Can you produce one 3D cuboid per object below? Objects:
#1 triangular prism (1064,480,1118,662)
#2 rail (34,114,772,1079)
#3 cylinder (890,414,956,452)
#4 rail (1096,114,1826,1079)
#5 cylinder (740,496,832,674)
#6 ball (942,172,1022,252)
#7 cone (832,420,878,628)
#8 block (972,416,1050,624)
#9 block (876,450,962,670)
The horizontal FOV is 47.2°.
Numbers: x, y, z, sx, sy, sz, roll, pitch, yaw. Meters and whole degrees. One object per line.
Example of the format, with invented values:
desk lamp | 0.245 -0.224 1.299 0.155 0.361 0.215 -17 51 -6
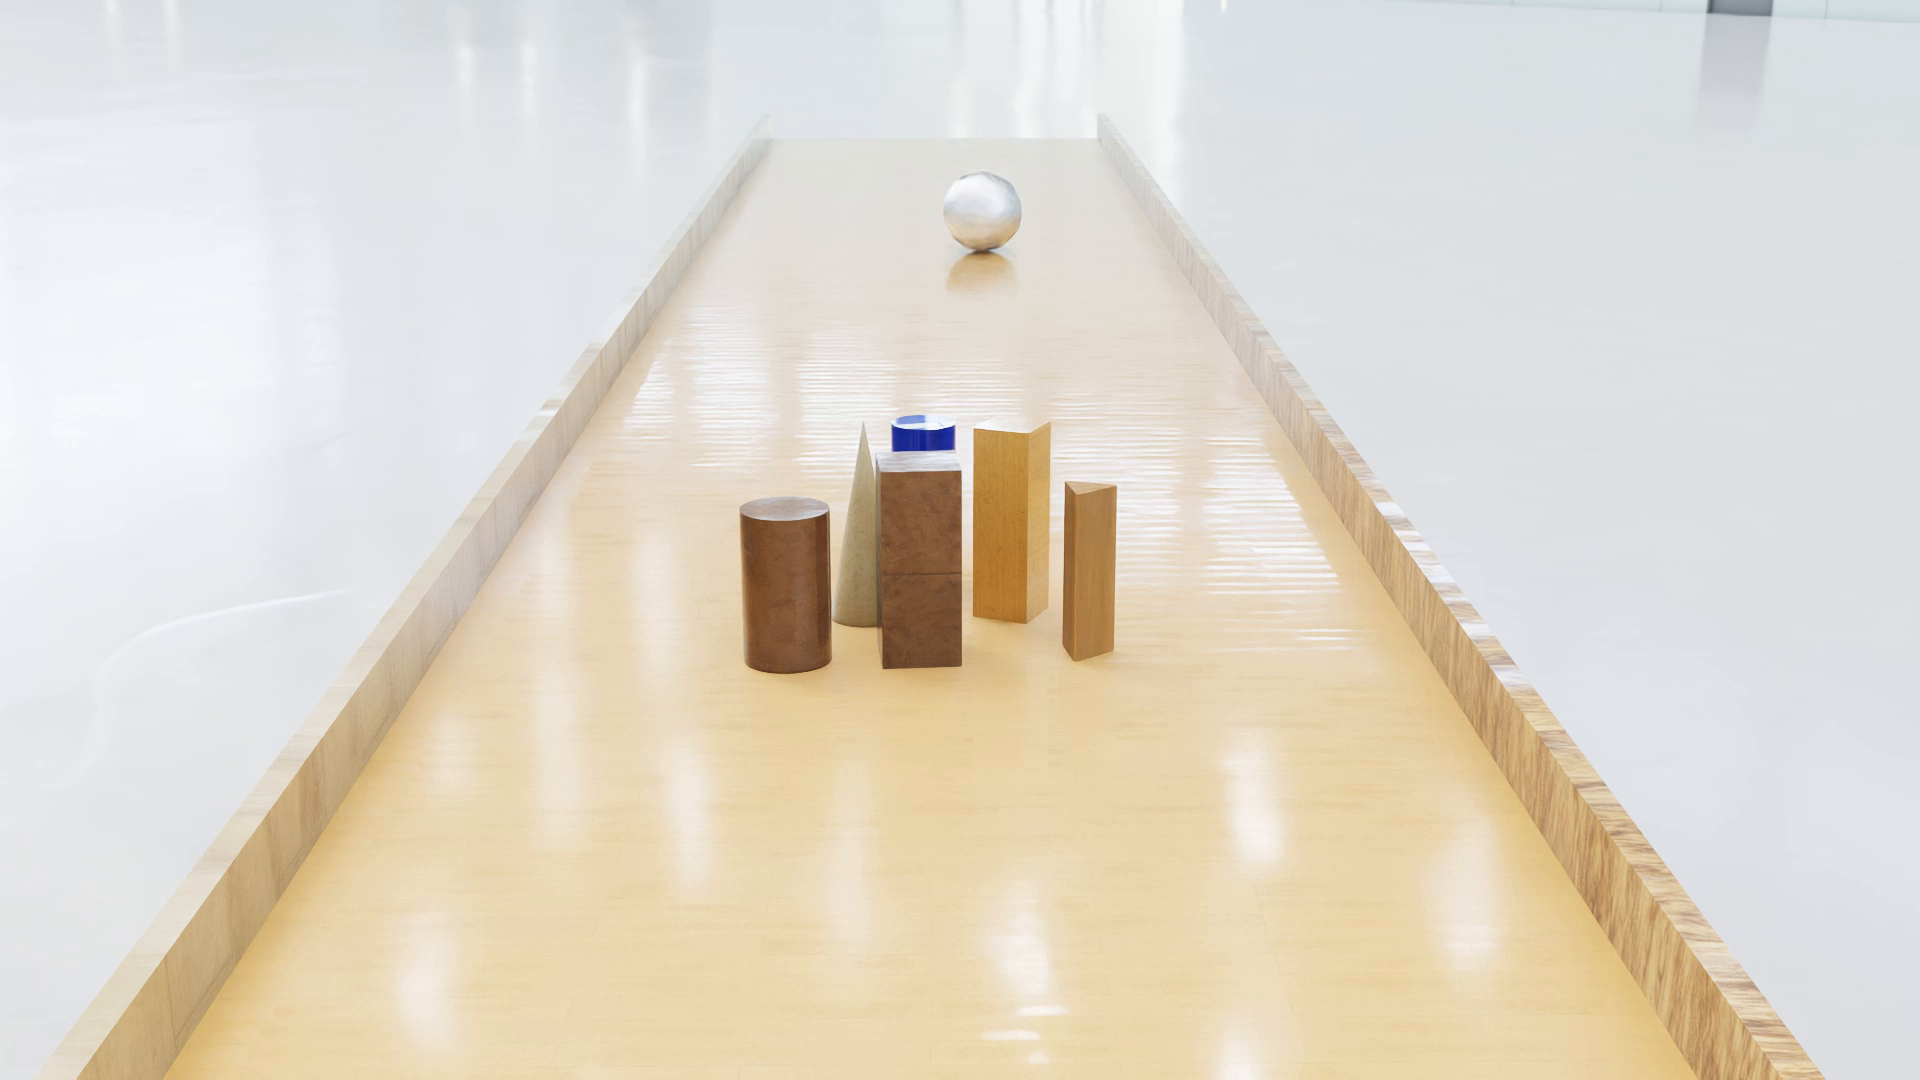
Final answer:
triangular prism | 0.242 0.057 4.424 0.107 0.348 0.093 -14 21 -38
rail | -1.118 -0.838 7.780 0.050 0.150 12.000 0 17 -1
cylinder | -0.080 -0.086 4.880 0.143 0.361 0.143 0 17 0
rail | 0.932 -0.844 7.801 0.050 0.150 12.000 0 17 -1
cylinder | -0.346 0.088 4.379 0.178 0.314 0.178 0 17 0
ball | 0.096 -1.391 9.313 0.337 0.337 0.337 0 17 0
cone | -0.200 -0.045 4.621 0.154 0.433 0.154 0 17 0
block | 0.109 -0.044 4.650 0.124 0.413 0.124 7 18 23
block | -0.083 0.038 4.389 0.159 0.404 0.159 -2 17 -6
